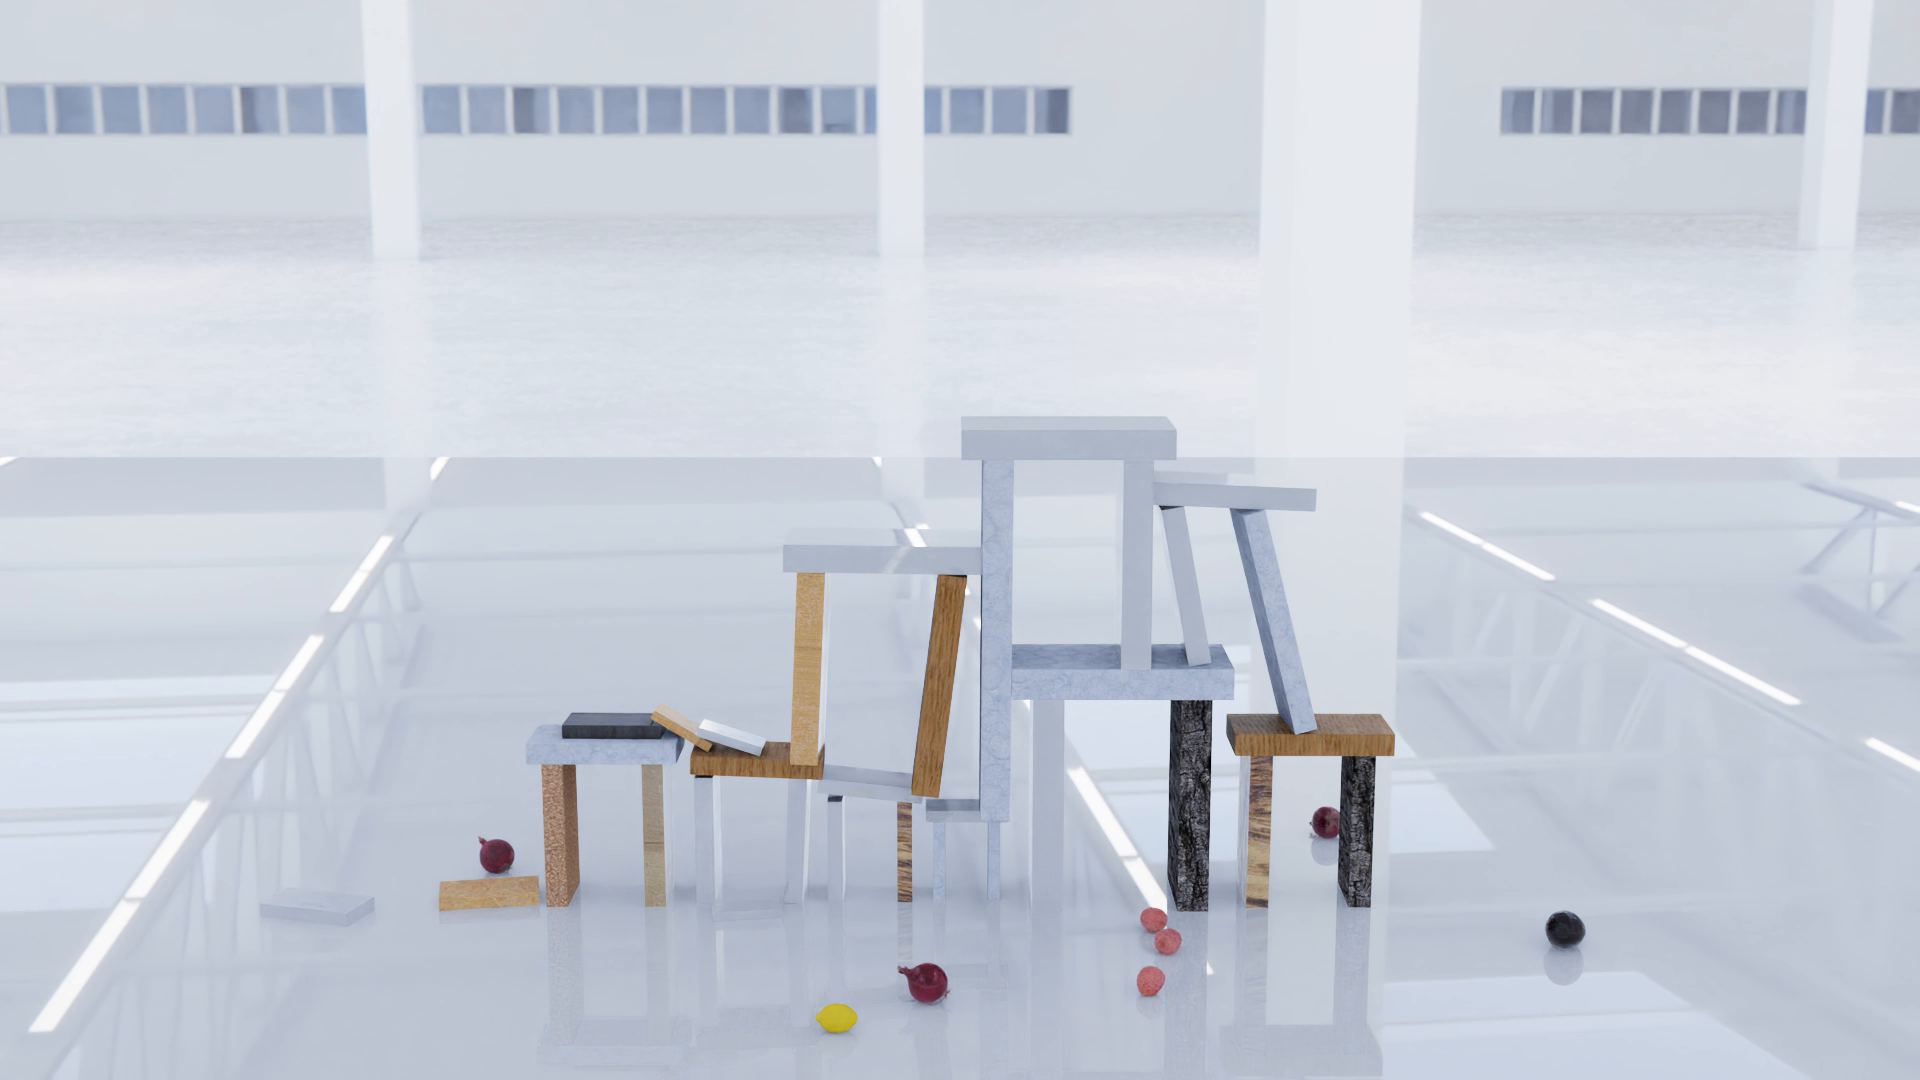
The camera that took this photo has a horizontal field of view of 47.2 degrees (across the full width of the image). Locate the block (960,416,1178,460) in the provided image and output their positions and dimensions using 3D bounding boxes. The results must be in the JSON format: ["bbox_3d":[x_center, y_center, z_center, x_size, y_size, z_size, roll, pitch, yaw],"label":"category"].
[{"bbox_3d":[0.170,-0.164,3.526,0.337,0.048,0.169,0,11,0],"label":"block"}]

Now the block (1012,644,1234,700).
[{"bbox_3d":[0.261,0.215,3.602,0.355,0.050,0.178,0,11,0],"label":"block"}]

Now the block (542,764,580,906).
[{"bbox_3d":[-0.661,0.472,3.643,0.034,0.242,0.121,0,11,0],"label":"block"}]

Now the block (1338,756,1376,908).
[{"bbox_3d":[0.657,0.464,3.643,0.036,0.257,0.129,0,11,2],"label":"block"}]

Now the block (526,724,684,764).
[{"bbox_3d":[-0.581,0.336,3.618,0.242,0.034,0.121,0,11,0],"label":"block"}]

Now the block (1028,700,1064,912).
[{"bbox_3d":[0.142,0.415,3.639,0.050,0.356,0.178,0,11,0],"label":"block"}]

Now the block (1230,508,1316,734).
[{"bbox_3d":[0.507,0.122,3.573,0.037,0.370,0.129,-15,11,-1],"label":"block"}]

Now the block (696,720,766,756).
[{"bbox_3d":[-0.374,0.324,3.606,0.109,0.015,0.054,18,11,-1],"label":"block"}]

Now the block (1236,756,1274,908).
[{"bbox_3d":[0.487,0.464,3.641,0.036,0.257,0.129,0,11,0],"label":"block"}]

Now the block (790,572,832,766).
[{"bbox_3d":[-0.243,0.193,3.596,0.045,0.316,0.158,3,10,0],"label":"block"}]

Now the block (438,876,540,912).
[{"bbox_3d":[-0.778,0.584,3.638,0.161,0.023,0.081,-2,11,-11],"label":"block"}]

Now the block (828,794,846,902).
[{"bbox_3d":[-0.205,0.505,3.654,0.024,0.172,0.086,0,11,0],"label":"block"}]

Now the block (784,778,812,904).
[{"bbox_3d":[-0.269,0.483,3.653,0.030,0.215,0.108,3,11,0],"label":"block"}]

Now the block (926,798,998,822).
[{"bbox_3d":[0.011,0.448,3.641,0.135,0.019,0.067,0,11,0],"label":"block"}]

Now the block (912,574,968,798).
[{"bbox_3d":[-0.034,0.222,3.597,0.045,0.365,0.158,7,10,-1],"label":"block"}]

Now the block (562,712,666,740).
[{"bbox_3d":[-0.567,0.306,3.622,0.161,0.023,0.081,0,11,1],"label":"block"}]

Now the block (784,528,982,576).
[{"bbox_3d":[-0.123,0.017,3.563,0.316,0.045,0.158,1,10,0],"label":"block"}]

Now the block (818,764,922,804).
[{"bbox_3d":[-0.147,0.402,3.629,0.172,0.024,0.086,6,10,-2],"label":"block"}]

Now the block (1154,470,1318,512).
[{"bbox_3d":[0.435,-0.080,3.542,0.258,0.037,0.129,2,10,0],"label":"block"}]

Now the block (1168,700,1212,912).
[{"bbox_3d":[0.379,0.415,3.639,0.050,0.356,0.178,0,11,0],"label":"block"}]

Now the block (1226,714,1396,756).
[{"bbox_3d":[0.574,0.320,3.615,0.257,0.036,0.129,0,11,0],"label":"block"}]

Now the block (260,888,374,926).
[{"bbox_3d":[-1.044,0.596,3.574,0.161,0.023,0.081,3,11,17],"label":"block"}]

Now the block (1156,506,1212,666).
[{"bbox_3d":[0.361,0.064,3.568,0.037,0.258,0.129,-11,10,2],"label":"block"}]

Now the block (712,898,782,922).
[{"bbox_3d":[-0.346,0.600,3.571,0.109,0.015,0.054,-2,11,-9],"label":"block"}]

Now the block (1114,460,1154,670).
[{"bbox_3d":[0.281,0.025,3.562,0.048,0.338,0.169,0,11,0],"label":"block"}]

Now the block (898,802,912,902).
[{"bbox_3d":[-0.091,0.505,3.654,0.024,0.172,0.086,0,11,-1],"label":"block"}]

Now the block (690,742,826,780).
[{"bbox_3d":[-0.332,0.360,3.622,0.215,0.030,0.108,3,11,-2],"label":"block"}]

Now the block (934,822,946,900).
[{"bbox_3d":[-0.034,0.524,3.655,0.019,0.135,0.068,0,11,0],"label":"block"}]

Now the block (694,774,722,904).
[{"bbox_3d":[-0.418,0.484,3.653,0.030,0.215,0.108,0,11,0],"label":"block"}]

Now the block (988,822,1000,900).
[{"bbox_3d":[0.056,0.524,3.655,0.019,0.135,0.068,0,11,0],"label":"block"}]

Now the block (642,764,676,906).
[{"bbox_3d":[-0.499,0.472,3.644,0.034,0.242,0.121,0,11,0],"label":"block"}]

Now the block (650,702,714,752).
[{"bbox_3d":[-0.453,0.307,3.613,0.109,0.015,0.054,31,10,-3],"label":"block"}]

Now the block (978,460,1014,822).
[{"bbox_3d":[0.058,0.149,3.585,0.048,0.589,0.169,0,11,0],"label":"block"}]
